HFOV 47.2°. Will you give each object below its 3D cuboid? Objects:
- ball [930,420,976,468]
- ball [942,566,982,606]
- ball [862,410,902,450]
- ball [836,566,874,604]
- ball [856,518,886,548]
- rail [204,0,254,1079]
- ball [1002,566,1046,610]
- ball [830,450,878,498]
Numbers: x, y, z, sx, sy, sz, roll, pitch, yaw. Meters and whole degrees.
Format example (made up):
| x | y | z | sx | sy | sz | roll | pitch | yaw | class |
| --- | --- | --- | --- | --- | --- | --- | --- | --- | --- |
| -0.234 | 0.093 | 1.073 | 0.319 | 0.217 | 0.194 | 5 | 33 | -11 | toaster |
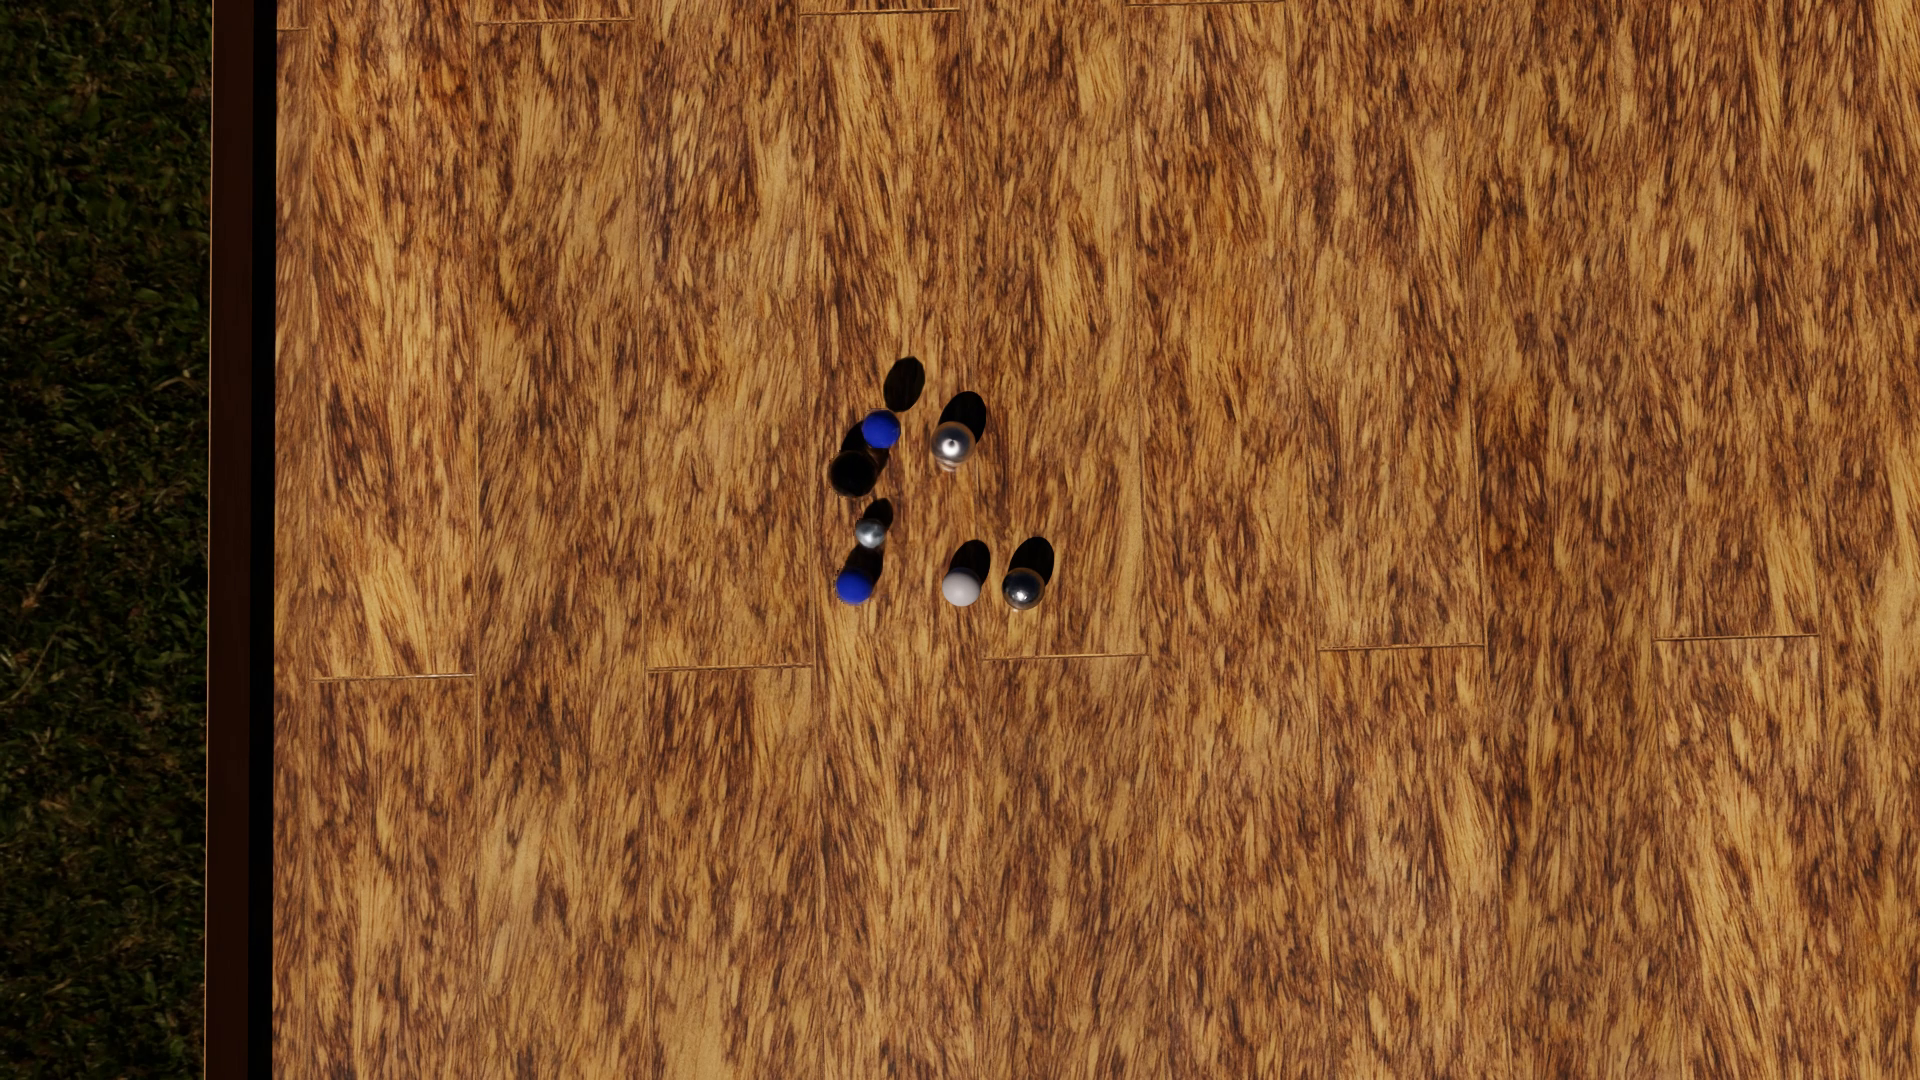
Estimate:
| x | y | z | sx | sy | sz | roll | pitch | yaw | class |
| --- | --- | --- | --- | --- | --- | --- | --- | --- | --- |
| -0.011 | -0.143 | 3.270 | 0.069 | 0.069 | 0.069 | 0 | 84 | 0 | ball |
| 0.003 | 0.069 | 3.252 | 0.059 | 0.059 | 0.059 | 0 | 84 | 0 | ball |
| -0.115 | -0.163 | 3.231 | 0.059 | 0.059 | 0.059 | 0 | 84 | 0 | ball |
| -0.155 | 0.066 | 3.253 | 0.056 | 0.056 | 0.056 | 0 | 84 | 0 | ball |
| -0.133 | -0.011 | 3.268 | 0.044 | 0.044 | 0.044 | 0 | 84 | 0 | ball |
| -1.068 | 0.030 | 3.238 | 0.045 | 0.094 | 2.354 | -2 | 84 | 0 | rail |
| 0.094 | 0.071 | 3.249 | 0.065 | 0.065 | 0.065 | 0 | 84 | 0 | ball |
| -0.158 | -0.098 | 3.264 | 0.073 | 0.073 | 0.073 | 0 | 84 | 0 | ball |
